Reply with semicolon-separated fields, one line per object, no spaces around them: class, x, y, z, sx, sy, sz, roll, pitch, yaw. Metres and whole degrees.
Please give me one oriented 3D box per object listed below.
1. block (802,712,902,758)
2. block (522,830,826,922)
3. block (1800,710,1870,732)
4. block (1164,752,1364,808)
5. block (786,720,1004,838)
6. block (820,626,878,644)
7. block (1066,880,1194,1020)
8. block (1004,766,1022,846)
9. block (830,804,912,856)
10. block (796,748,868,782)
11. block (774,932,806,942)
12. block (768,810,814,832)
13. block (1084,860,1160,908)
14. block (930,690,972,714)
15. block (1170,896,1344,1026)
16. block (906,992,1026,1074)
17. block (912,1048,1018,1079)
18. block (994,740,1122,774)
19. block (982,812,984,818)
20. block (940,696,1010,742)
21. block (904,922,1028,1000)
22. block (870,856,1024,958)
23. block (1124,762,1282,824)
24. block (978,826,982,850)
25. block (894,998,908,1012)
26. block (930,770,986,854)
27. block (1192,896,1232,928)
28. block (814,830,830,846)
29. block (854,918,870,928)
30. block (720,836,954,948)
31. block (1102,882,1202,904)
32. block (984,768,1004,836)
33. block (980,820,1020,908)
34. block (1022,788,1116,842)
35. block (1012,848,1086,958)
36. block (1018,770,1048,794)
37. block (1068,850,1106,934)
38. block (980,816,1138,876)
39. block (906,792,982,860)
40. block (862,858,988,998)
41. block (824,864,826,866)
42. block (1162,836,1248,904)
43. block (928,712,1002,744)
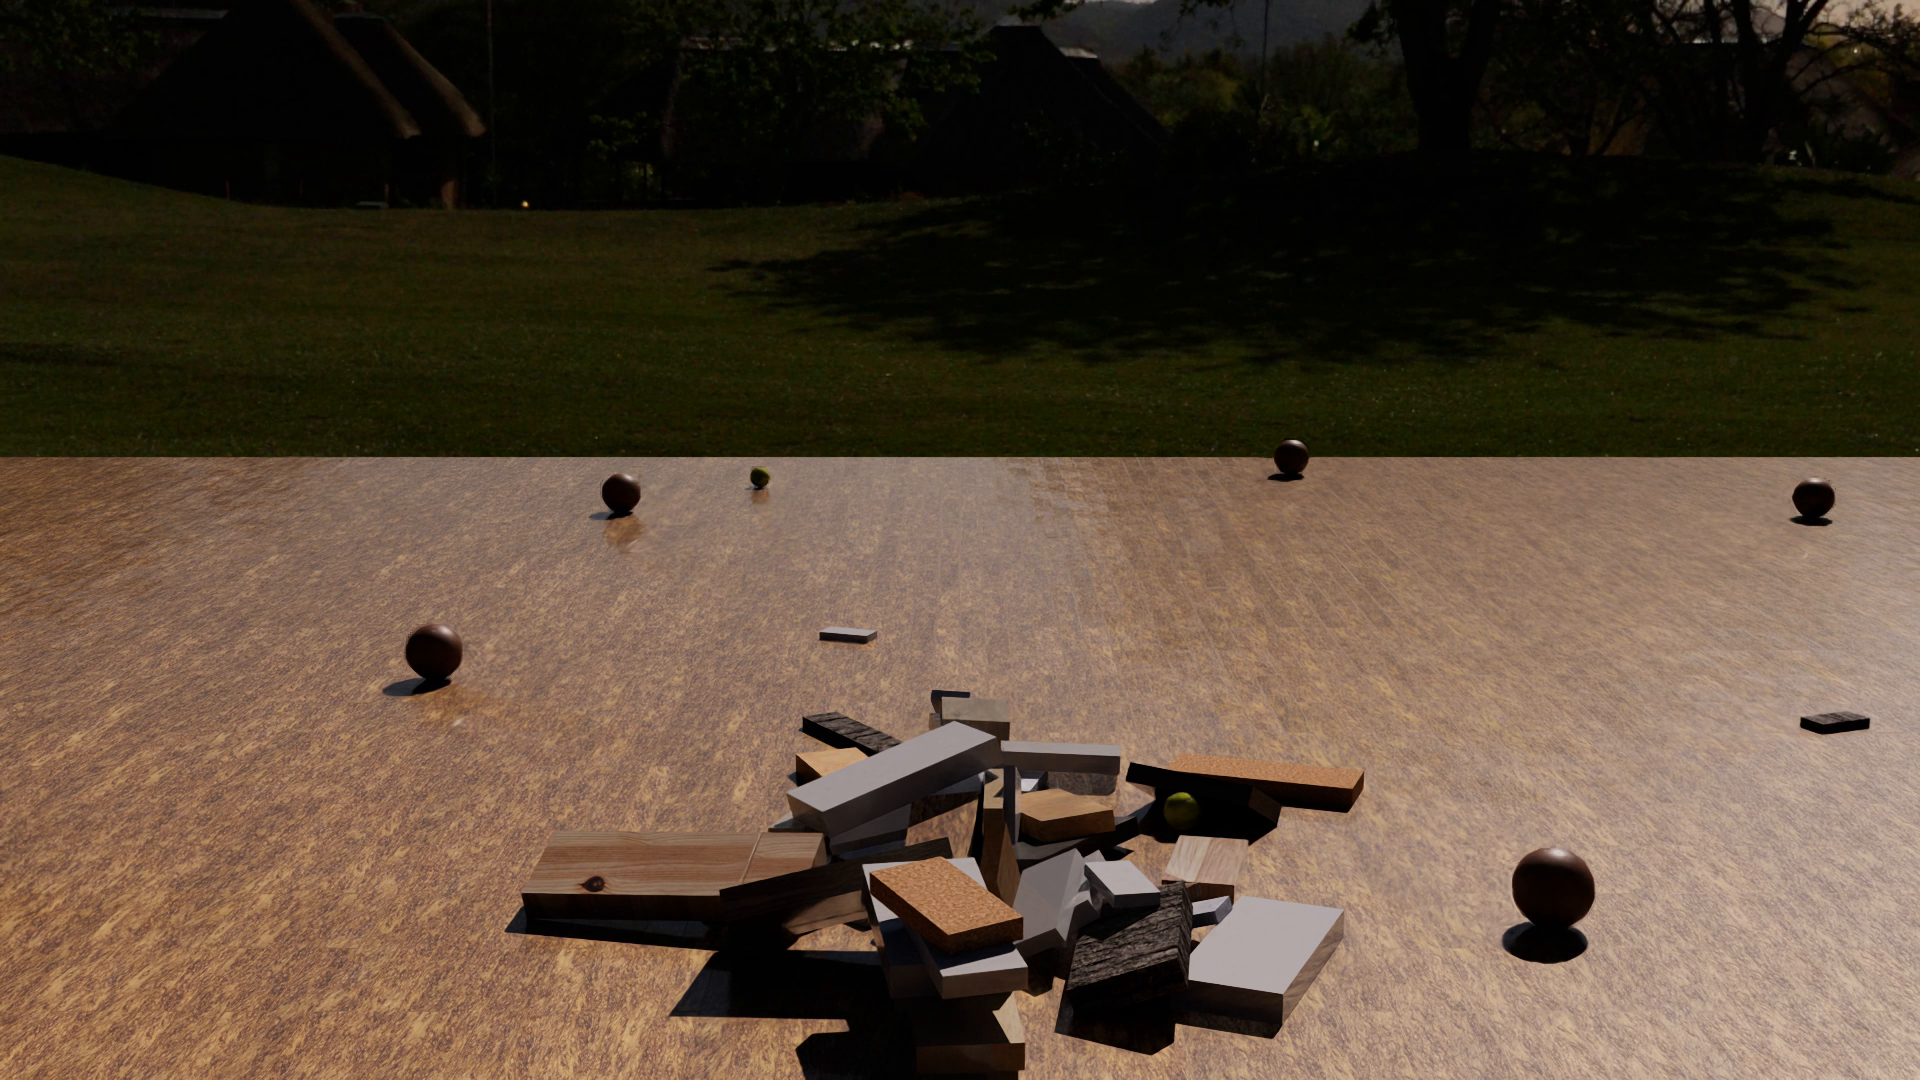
block;-0.191;0.416;4.542;0.081;0.023;0.414;-7;12;-32
block;-0.462;0.546;3.579;0.462;0.050;0.176;-1;27;10
block;1.871;0.389;4.703;0.130;0.018;0.065;-4;11;-22
block;0.588;0.463;4.255;0.365;0.036;0.127;4;11;20
block;-0.117;0.426;3.940;0.352;0.050;0.176;-21;14;-22
block;-0.280;0.238;5.516;0.130;0.018;0.065;4;11;21
block;0.258;0.609;3.290;0.166;0.047;0.333;-19;8;10
block;0.092;0.475;3.840;0.021;0.147;0.073;-3;-25;9
block;-0.155;0.511;3.876;0.147;0.021;0.073;-14;26;10
block;-0.220;0.459;4.275;0.127;0.036;0.254;-4;11;-22
block;-0.265;0.610;3.512;0.064;0.018;0.128;9;14;41
block;-0.289;0.509;3.953;0.068;0.019;0.136;-1;8;15
block;0.251;0.534;3.416;0.074;0.021;0.148;-1;11;-15
block;-0.005;0.361;4.557;0.081;0.023;0.162;3;-31;14
block;0.455;0.630;3.325;0.167;0.047;0.375;4;11;23
block;0.002;0.623;2.928;0.139;0.039;0.277;-1;15;-5
block;0.004;0.678;2.991;0.139;0.039;0.308;0;4;-1
block;0.189;0.428;4.335;0.254;0.036;0.127;2;4;5
block;0.000;0.455;4.165;0.110;0.031;0.221;1;25;3
block;0.029;0.352;4.346;0.130;0.037;0.259;3;5;-1
block;0.005;0.538;2.922;0.113;0.032;0.226;-4;16;-14
block;-0.021;0.492;2.968;0.113;0.032;0.226;-8;18;-28
block;0.450;0.468;4.067;0.259;0.037;0.130;8;-16;36
block;0.000;0.500;3.957;0.082;0.023;0.164;0;27;1
block;-0.028;0.583;3.170;0.139;0.039;0.277;0;22;-3
block;-0.021;0.483;3.923;0.118;0.034;0.237;-5;27;9
block;0.347;0.594;3.458;0.149;0.021;0.074;-16;3;26
block;-0.274;0.534;3.920;0.064;0.018;0.128;10;14;43
block;-0.166;0.596;3.582;0.068;0.019;0.136;-9;14;-40
block;-0.185;0.542;3.369;0.352;0.050;0.176;-12;-23;-7
block;0.310;0.578;3.563;0.149;0.021;0.074;-12;0;41
block;0.060;0.493;3.867;0.034;0.118;0.237;0;11;2
block;0.063;0.529;3.404;0.029;0.202;0.101;2;54;12
block;0.163;0.490;3.929;0.130;0.037;0.324;-8;2;-14
block;0.129;0.565;3.406;0.101;0.029;0.203;-26;20;24
block;0.113;0.471;4.249;0.081;0.023;0.162;3;11;15
block;0.170;0.574;3.503;0.120;0.034;0.240;-31;5;12
block;0.175;0.529;3.789;0.120;0.034;0.346;-6;2;32
block;-0.030;0.514;3.781;0.118;0.034;0.237;-6;25;7
block;-0.035;0.537;3.075;0.167;0.047;0.333;-2;16;-9
block;-0.247;0.571;3.719;0.068;0.019;0.136;-6;12;-29
block;0.418;0.559;3.741;0.120;0.034;0.240;2;11;13
block;0.008;0.381;4.390;0.110;0.031;0.220;2;5;-9
